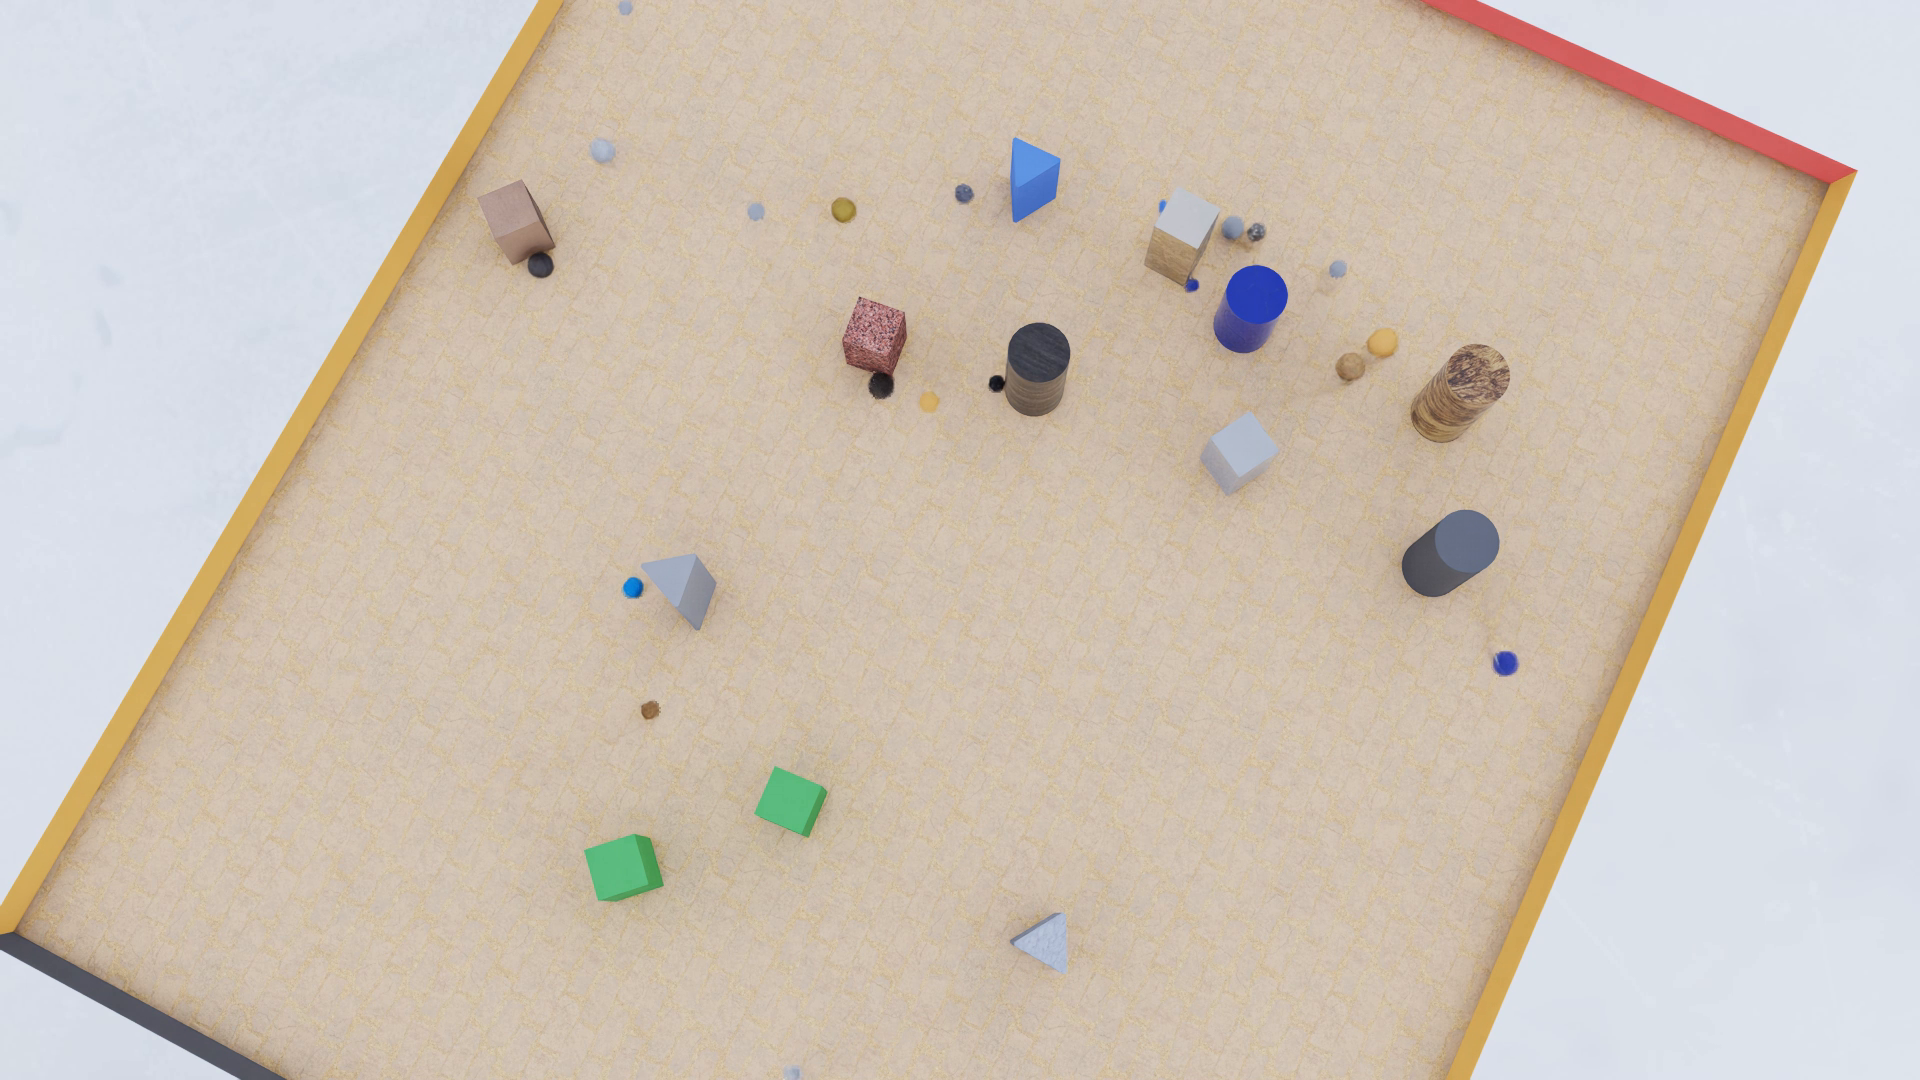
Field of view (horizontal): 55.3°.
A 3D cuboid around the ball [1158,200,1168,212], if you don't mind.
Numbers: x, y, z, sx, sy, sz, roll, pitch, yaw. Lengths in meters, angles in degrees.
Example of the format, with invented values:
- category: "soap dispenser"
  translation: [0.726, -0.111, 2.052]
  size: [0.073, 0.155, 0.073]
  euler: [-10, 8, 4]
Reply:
- category: "ball"
  translation: [0.650, -1.057, 5.814]
  size: [0.040, 0.040, 0.040]
  euler: [0, 78, 0]

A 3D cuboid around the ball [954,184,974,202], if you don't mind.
- category: "ball"
  translation: [0.013, -1.100, 5.814]
  size: [0.059, 0.059, 0.059]
  euler: [0, 78, 0]

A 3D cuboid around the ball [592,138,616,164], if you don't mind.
- category: "ball"
  translation: [-1.135, -1.237, 5.832]
  size: [0.078, 0.078, 0.078]
  euler: [0, 78, 0]

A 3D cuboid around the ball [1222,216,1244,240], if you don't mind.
- category: "ball"
  translation: [0.860, -0.983, 5.783]
  size: [0.071, 0.071, 0.071]
  euler: [0, 78, 0]

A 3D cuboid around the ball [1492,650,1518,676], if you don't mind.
- category: "ball"
  translation: [1.639, 0.369, 5.502]
  size: [0.075, 0.075, 0.075]
  euler: [0, 78, 0]

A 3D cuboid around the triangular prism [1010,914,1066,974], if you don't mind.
- category: "triangular prism"
  translation: [0.248, 1.111, 5.153]
  size: [0.159, 0.459, 0.138]
  euler: [29, 80, 6]

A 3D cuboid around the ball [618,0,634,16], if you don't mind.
- category: "ball"
  translation: [-1.085, -1.727, 5.949]
  size: [0.049, 0.049, 0.049]
  euler: [0, 78, 0]

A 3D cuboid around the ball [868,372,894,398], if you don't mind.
- category: "ball"
  translation: [-0.245, -0.479, 5.675]
  size: [0.079, 0.079, 0.079]
  euler: [0, 78, 0]

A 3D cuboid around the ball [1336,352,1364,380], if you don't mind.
- category: "ball"
  translation: [1.209, -0.538, 5.683]
  size: [0.086, 0.086, 0.086]
  euler: [0, 78, 0]

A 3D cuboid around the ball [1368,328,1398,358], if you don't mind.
- category: "ball"
  translation: [1.313, -0.611, 5.696]
  size: [0.092, 0.092, 0.092]
  euler: [0, 78, 0]

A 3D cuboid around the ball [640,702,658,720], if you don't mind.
- category: "ball"
  translation: [-0.929, 0.511, 5.484]
  size: [0.053, 0.053, 0.053]
  euler: [0, 78, 0]

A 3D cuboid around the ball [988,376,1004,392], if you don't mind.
- category: "ball"
  translation: [0.114, -0.487, 5.692]
  size: [0.050, 0.050, 0.050]
  euler: [0, 78, 0]

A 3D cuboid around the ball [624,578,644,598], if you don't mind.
- category: "ball"
  translation: [-0.990, 0.144, 5.556]
  size: [0.061, 0.061, 0.061]
  euler: [0, 78, 0]

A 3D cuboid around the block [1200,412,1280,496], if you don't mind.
- category: "block"
  translation: [0.842, -0.258, 5.541]
  size: [0.147, 0.251, 0.147]
  euler: [-33, 80, -6]

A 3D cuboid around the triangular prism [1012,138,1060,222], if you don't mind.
- category: "triangular prism"
  translation: [0.201, -1.137, 5.703]
  size: [0.159, 0.290, 0.138]
  euler: [-33, 80, -6]

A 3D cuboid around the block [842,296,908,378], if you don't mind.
- category: "block"
  translation: [-0.260, -0.618, 5.622]
  size: [0.147, 0.240, 0.147]
  euler: [19, 79, 4]

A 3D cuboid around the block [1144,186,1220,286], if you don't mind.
- category: "block"
  translation: [0.680, -0.930, 5.638]
  size: [0.147, 0.334, 0.147]
  euler: [29, 80, 6]

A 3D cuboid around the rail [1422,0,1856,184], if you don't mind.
- category: "rail"
  translation: [1.022, -1.995, 5.967]
  size: [3.978, 0.119, 0.045]
  euler: [26, 80, 5]

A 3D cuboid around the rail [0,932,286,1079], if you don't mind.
- category: "rail"
  translation: [-1.022, 2.008, 5.139]
  size: [3.978, 0.119, 0.045]
  euler: [26, 80, 5]

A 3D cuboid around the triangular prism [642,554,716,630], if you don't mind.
- category: "triangular prism"
  translation: [-0.795, 0.128, 5.369]
  size: [0.138, 0.433, 0.159]
  euler: [-41, 81, -8]

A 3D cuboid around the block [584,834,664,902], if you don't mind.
- category: "block"
  translation: [-0.965, 0.946, 5.280]
  size: [0.147, 0.275, 0.147]
  euler: [-18, 79, -4]

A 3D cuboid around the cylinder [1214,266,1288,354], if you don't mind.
- category: "cylinder"
  translation: [0.887, -0.704, 5.613]
  size: [0.184, 0.291, 0.184]
  euler: [0, 78, 0]

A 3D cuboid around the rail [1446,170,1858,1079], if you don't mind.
- category: "rail"
  translation: [1.758, 0.867, 5.375]
  size: [0.045, 0.119, 4.617]
  euler: [26, 80, 5]

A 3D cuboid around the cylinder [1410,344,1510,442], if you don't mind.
- category: "cylinder"
  translation: [1.493, -0.434, 5.488]
  size: [0.184, 0.428, 0.184]
  euler: [0, 78, 0]

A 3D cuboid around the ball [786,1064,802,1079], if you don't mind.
- category: "ball"
  translation: [-0.478, 1.536, 5.273]
  size: [0.051, 0.051, 0.051]
  euler: [0, 78, 0]

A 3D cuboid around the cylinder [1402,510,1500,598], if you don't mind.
- category: "cylinder"
  translation: [1.441, 0.043, 5.403]
  size: [0.184, 0.401, 0.184]
  euler: [0, 78, 0]

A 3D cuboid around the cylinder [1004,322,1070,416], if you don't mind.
- category: "cylinder"
  translation: [0.231, -0.511, 5.534]
  size: [0.184, 0.368, 0.184]
  euler: [0, 78, 0]

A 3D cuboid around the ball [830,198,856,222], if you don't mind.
- category: "ball"
  translation: [-0.370, -1.044, 5.792]
  size: [0.079, 0.079, 0.079]
  euler: [0, 78, 0]

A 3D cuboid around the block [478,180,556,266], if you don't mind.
- category: "block"
  translation: [-1.378, -0.986, 5.703]
  size: [0.147, 0.229, 0.147]
  euler: [-24, 79, -5]

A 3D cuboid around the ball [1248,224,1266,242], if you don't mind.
- category: "ball"
  translation: [0.936, -0.971, 5.789]
  size: [0.054, 0.054, 0.054]
  euler: [0, 78, 0]

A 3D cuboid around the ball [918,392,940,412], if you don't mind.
- category: "ball"
  translation: [-0.095, -0.428, 5.672]
  size: [0.063, 0.063, 0.063]
  euler: [0, 78, 0]

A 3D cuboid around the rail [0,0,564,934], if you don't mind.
- category: "rail"
  translation: [-1.758, -0.854, 5.731]
  size: [0.045, 0.119, 4.617]
  euler: [26, 80, 5]

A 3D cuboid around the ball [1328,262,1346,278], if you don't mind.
- category: "ball"
  translation: [1.187, -0.850, 5.765]
  size: [0.053, 0.053, 0.053]
  euler: [0, 78, 0]

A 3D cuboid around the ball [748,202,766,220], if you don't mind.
- category: "ball"
  translation: [-0.645, -1.039, 5.802]
  size: [0.058, 0.058, 0.058]
  euler: [0, 78, 0]

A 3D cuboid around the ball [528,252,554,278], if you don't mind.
- category: "ball"
  translation: [-1.315, -0.863, 5.753]
  size: [0.082, 0.082, 0.082]
  euler: [0, 78, 0]

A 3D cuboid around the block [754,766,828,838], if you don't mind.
- category: "block"
  translation: [-0.489, 0.764, 5.334]
  size: [0.147, 0.243, 0.147]
  euler: [22, 79, 4]

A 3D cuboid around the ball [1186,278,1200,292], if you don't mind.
- category: "ball"
  translation: [0.731, -0.801, 5.760]
  size: [0.043, 0.043, 0.043]
  euler: [0, 78, 0]
